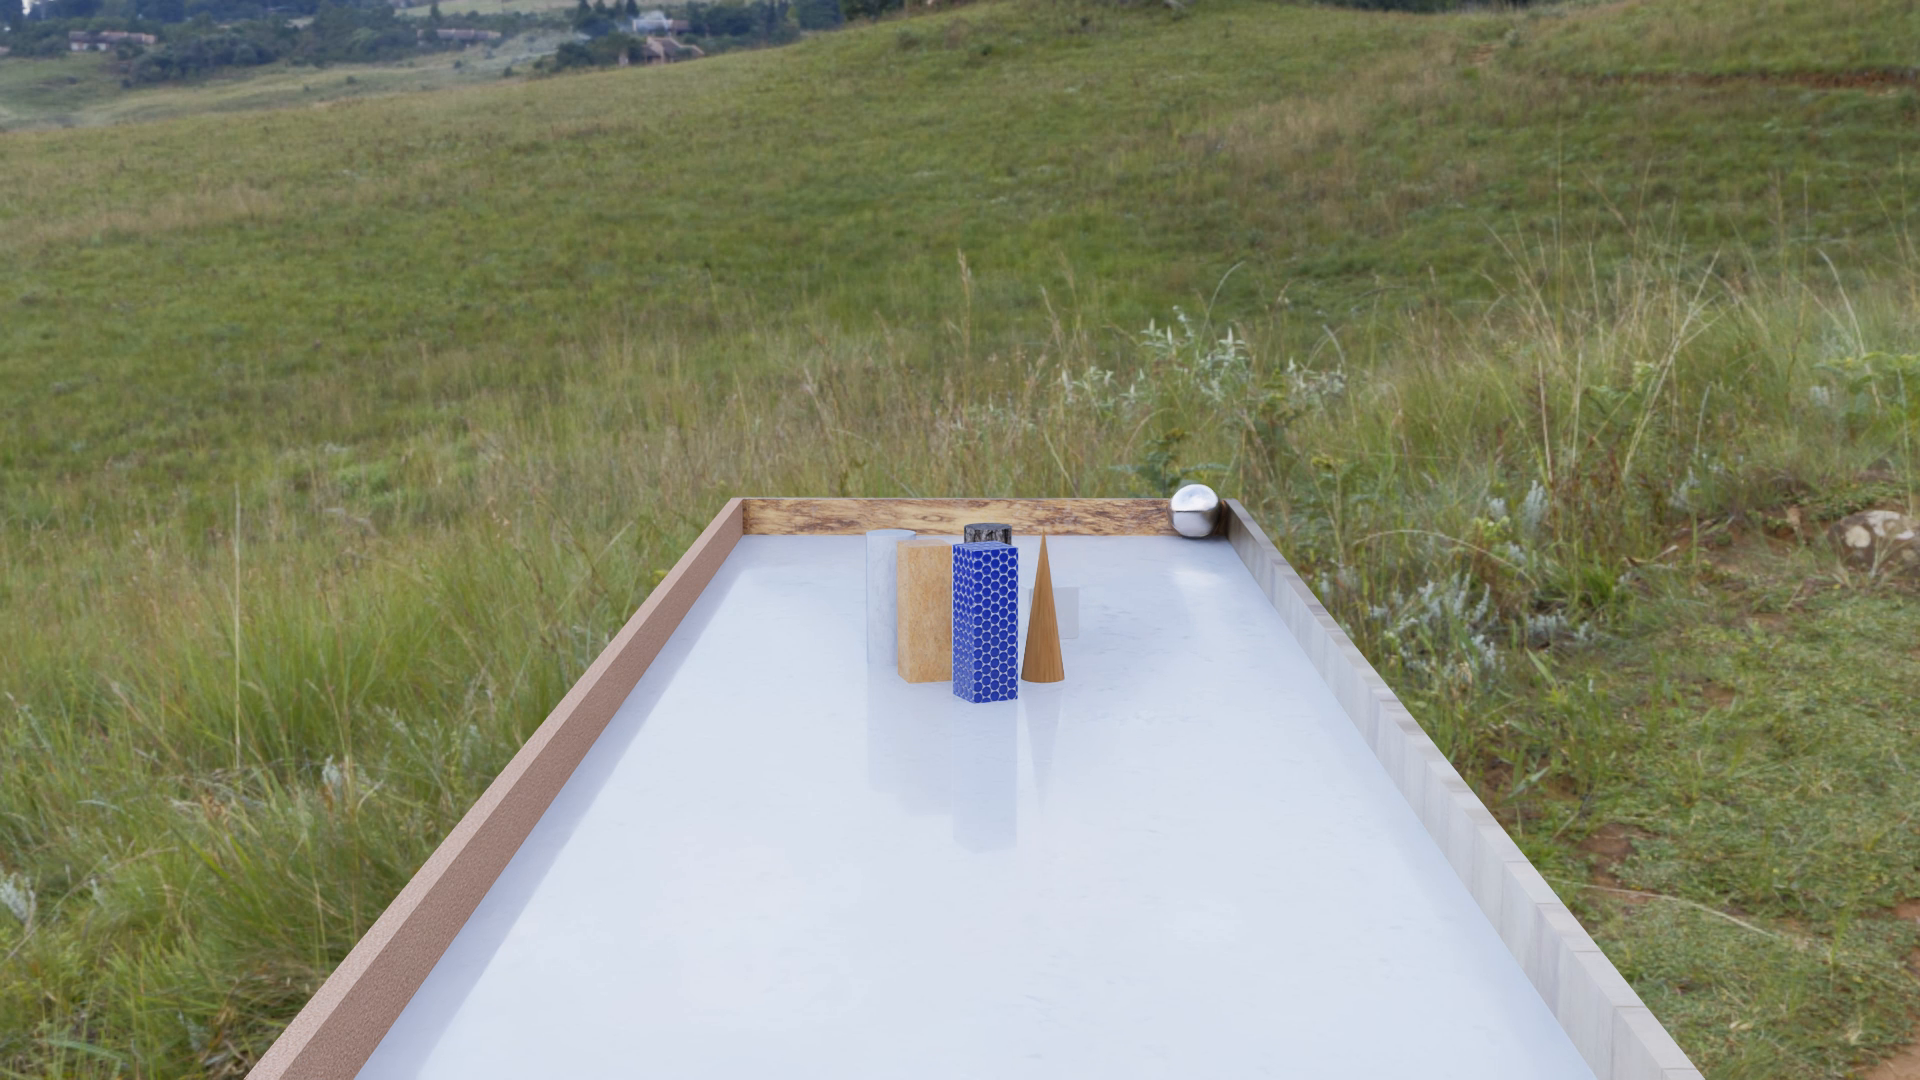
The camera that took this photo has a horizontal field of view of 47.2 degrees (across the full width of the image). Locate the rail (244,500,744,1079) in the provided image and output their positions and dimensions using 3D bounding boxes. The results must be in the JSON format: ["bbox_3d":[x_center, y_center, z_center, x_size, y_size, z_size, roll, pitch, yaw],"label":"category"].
[{"bbox_3d":[-1.004,0.839,3.234,0.050,0.150,12.000,0,9,1],"label":"rail"}]

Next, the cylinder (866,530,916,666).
[{"bbox_3d":[-0.208,0.173,6.658,0.150,0.394,0.150,0,9,0],"label":"cylinder"}]

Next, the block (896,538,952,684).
[{"bbox_3d":[-0.104,0.206,6.430,0.131,0.400,0.131,-3,9,-16],"label":"block"}]

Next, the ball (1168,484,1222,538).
[{"bbox_3d":[0.964,-0.119,8.995,0.222,0.222,0.222,0,9,0],"label":"ball"}]

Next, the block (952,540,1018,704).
[{"bbox_3d":[0.071,0.229,6.184,0.137,0.431,0.137,-4,10,-25],"label":"block"}]

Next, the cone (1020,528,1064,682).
[{"bbox_3d":[0.243,0.180,6.418,0.129,0.456,0.129,0,9,0],"label":"cone"}]

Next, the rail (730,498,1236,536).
[{"bbox_3d":[0.099,-0.098,9.147,2.100,0.150,0.050,0,9,1],"label":"rail"}]

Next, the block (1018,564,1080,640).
[{"bbox_3d":[0.231,0.202,7.190,0.170,0.170,0.437,-3,9,-18],"label":"block"}]

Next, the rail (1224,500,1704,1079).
[{"bbox_3d":[1.046,0.843,3.208,0.050,0.150,12.000,0,9,1],"label":"rail"}]

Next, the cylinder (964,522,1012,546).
[{"bbox_3d":[0.084,0.163,6.660,0.144,0.413,0.144,0,9,0],"label":"cylinder"}]
